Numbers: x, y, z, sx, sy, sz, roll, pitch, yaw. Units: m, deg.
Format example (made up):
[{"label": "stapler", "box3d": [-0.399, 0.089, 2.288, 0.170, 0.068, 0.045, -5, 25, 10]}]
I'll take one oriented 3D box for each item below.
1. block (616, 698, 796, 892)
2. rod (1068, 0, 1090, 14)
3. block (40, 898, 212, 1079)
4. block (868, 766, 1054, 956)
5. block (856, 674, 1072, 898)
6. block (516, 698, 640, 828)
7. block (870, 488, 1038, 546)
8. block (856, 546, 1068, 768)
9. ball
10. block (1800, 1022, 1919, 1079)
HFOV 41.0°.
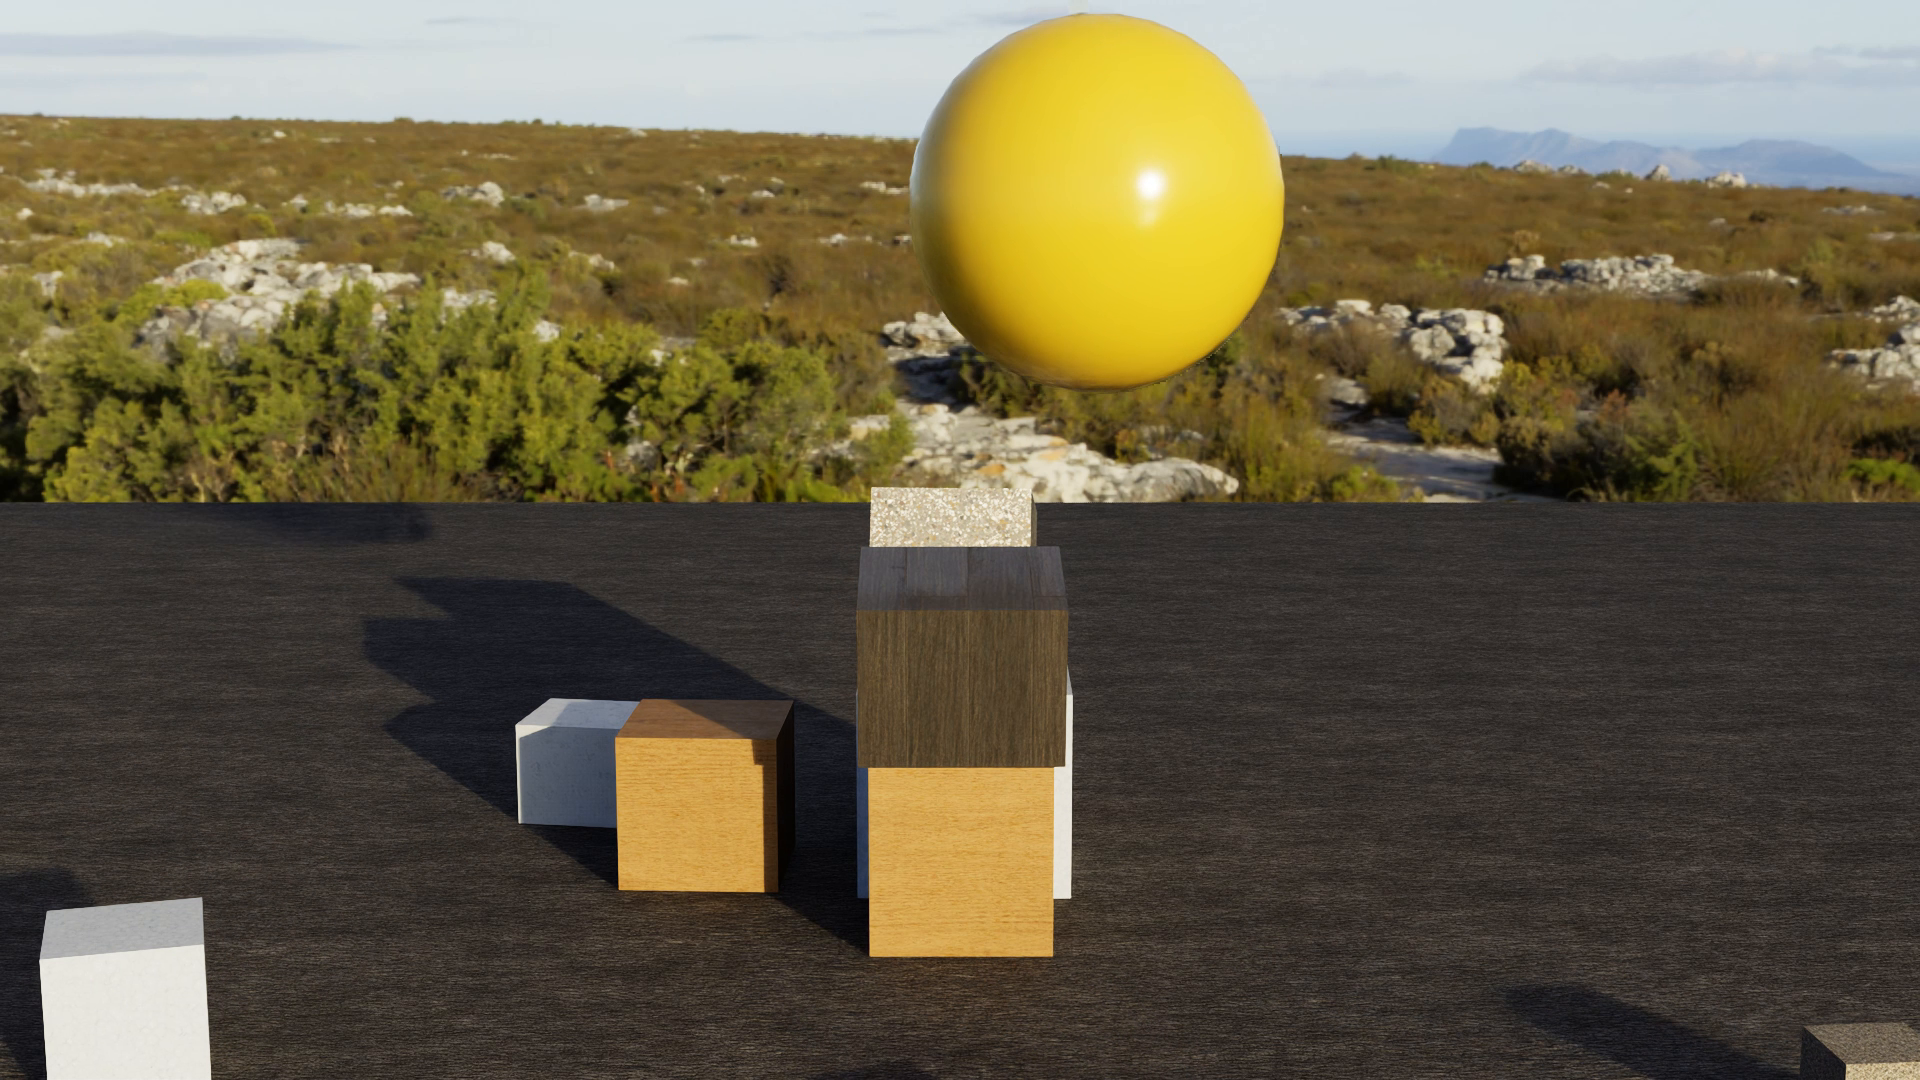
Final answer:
[{"label": "block", "box3d": [-1.122, 1.129, 11.444, 0.697, 0.684, 0.698, 0, 10, 3]}, {"label": "rod", "box3d": [0.250, -4.760, 10.315, 0.080, 5.200, 0.080, -5, 10, 1]}, {"label": "block", "box3d": [-2.927, 1.631, 9.031, 0.532, 0.559, 0.536, -3, 11, -16]}, {"label": "block", "box3d": [0.005, 1.227, 10.628, 0.739, 0.783, 0.732, 0, 10, 0]}, {"label": "block", "box3d": [0.019, 1.024, 11.416, 0.921, 0.900, 0.874, 0, 10, 0]}, {"label": "block", "box3d": [-1.792, 1.068, 12.346, 0.527, 0.481, 0.527, 2, 10, 9]}, {"label": "block", "box3d": [-0.023, 0.174, 12.088, 0.736, 0.730, 0.740, 1, -8, 4]}, {"label": "block", "box3d": [0.004, 0.466, 10.441, 0.825, 0.670, 0.729, 0, 20, -1]}, {"label": "ball", "box3d": [0.578, -1.430, 10.920, 1.600, 1.600, 1.600, 0, 10, 0]}, {"label": "block", "box3d": [3.036, 1.834, 8.537, 0.354, 0.338, 0.347, -1, 10, -5]}]
